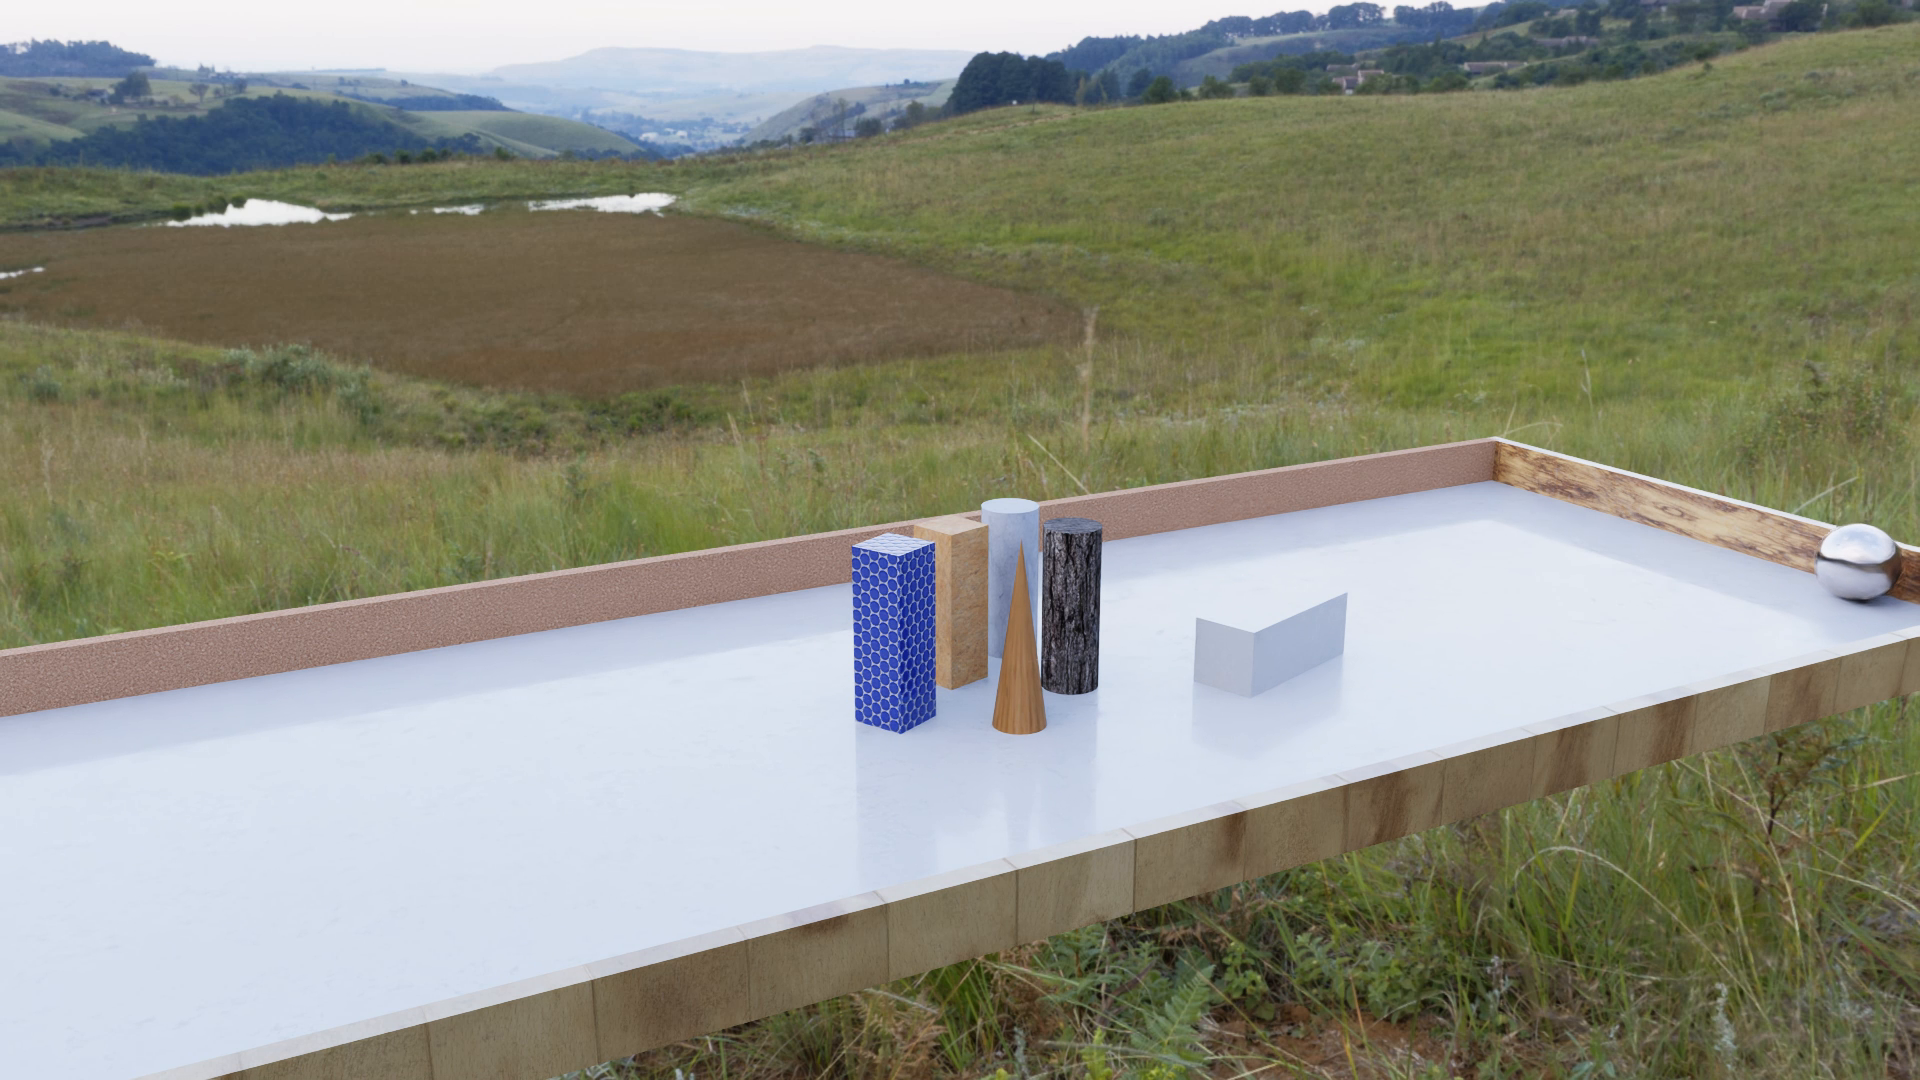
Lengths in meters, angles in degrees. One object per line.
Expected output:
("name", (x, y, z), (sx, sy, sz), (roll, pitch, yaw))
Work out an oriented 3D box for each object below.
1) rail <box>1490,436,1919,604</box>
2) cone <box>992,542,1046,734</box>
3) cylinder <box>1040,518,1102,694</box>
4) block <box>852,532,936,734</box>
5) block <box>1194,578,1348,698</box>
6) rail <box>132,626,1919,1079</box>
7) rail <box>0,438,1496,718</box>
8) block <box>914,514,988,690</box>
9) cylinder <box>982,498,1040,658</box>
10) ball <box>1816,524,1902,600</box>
("rail", (2.466, -0.048, 5.253), (0.050, 0.150, 2.100), (-9, 18, -27))
("cone", (0.140, 0.214, 3.817), (0.129, 0.456, 0.129), (0, 16, 0))
("cylinder", (0.274, 0.162, 4.069), (0.144, 0.413, 0.144), (0, 16, 0))
("block", (-0.153, 0.216, 3.854), (0.137, 0.431, 0.137), (11, 20, 34))
("block", (0.798, 0.245, 4.220), (0.170, 0.170, 0.437), (15, 22, 41))
("rail", (-2.336, 1.006, 1.665), (12.000, 0.150, 0.050), (-9, 18, -27))
("rail", (-3.305, 0.497, 3.399), (12.000, 0.150, 0.050), (-9, 18, -27))
("block", (-0.021, 0.154, 4.120), (0.131, 0.400, 0.131), (16, 22, 43))
("cylinder", (0.130, 0.100, 4.315), (0.150, 0.394, 0.150), (0, 16, 0))
("ball", (2.584, 0.064, 4.743), (0.222, 0.222, 0.222), (0, 16, 0))
